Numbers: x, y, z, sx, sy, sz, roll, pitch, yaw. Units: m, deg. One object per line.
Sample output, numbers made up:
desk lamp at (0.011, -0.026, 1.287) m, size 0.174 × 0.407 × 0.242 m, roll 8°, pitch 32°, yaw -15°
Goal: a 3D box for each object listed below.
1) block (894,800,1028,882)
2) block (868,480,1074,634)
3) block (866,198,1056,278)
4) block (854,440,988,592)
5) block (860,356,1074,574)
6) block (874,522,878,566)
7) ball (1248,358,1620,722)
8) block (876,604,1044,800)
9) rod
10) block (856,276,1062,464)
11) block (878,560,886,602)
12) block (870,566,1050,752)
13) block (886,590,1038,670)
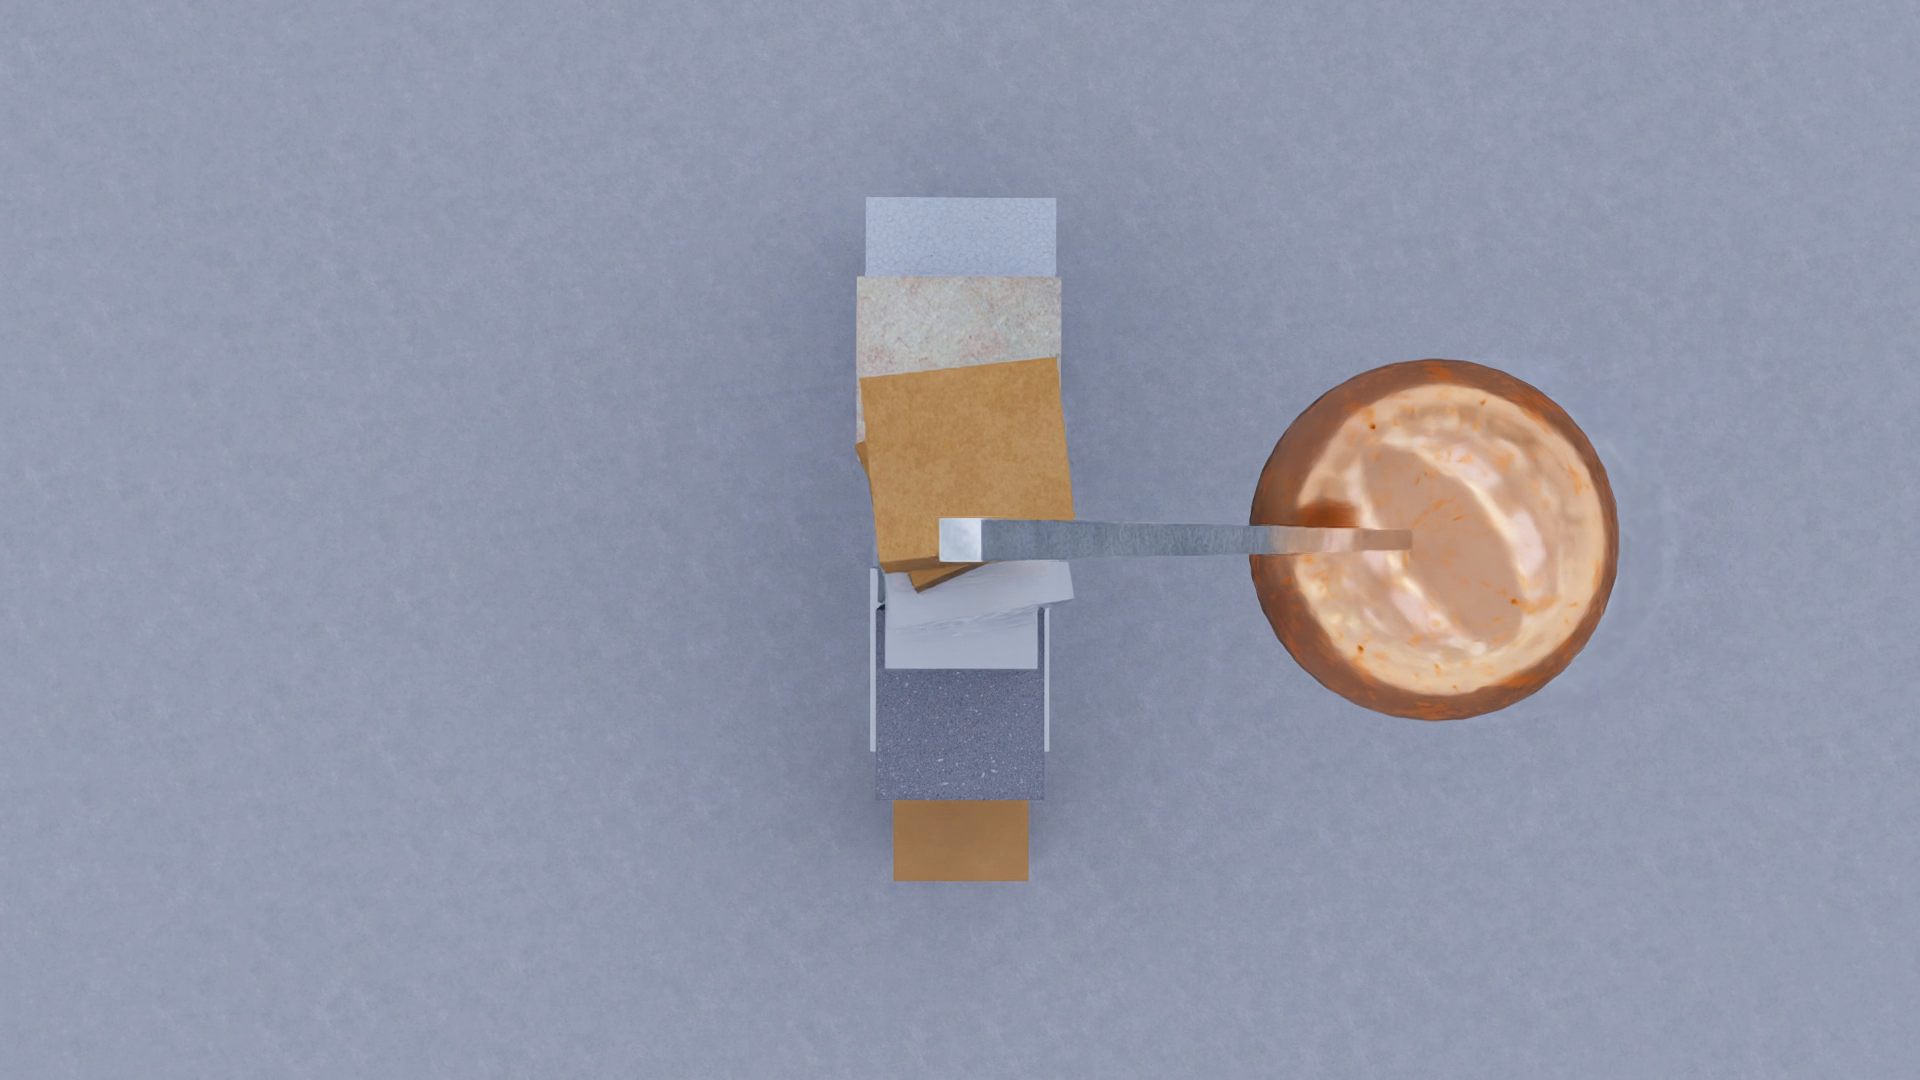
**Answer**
block at (0.005, 1.521, 12.567) m, size 0.744 × 0.866 × 0.723 m, roll 0°, pitch 90°, yaw 0°
block at (0.032, -0.057, 9.962) m, size 0.798 × 0.732 × 0.821 m, roll -10°, pitch 86°, yaw -1°
block at (0.004, -1.388, 12.556) m, size 1.047 × 0.887 × 0.997 m, roll 0°, pitch 90°, yaw 0°
block at (-0.044, -0.192, 9.293) m, size 0.577 × 0.622 × 0.636 m, roll -23°, pitch 87°, yaw -2°
block at (0.029, -0.271, 8.557) m, size 0.734 × 0.859 × 0.689 m, roll -6°, pitch 86°, yaw -1°
block at (0.017, -0.367, 12.512) m, size 0.982 × 0.977 × 1.020 m, roll 0°, pitch 90°, yaw 0°
ball at (2.074, 0.000, 9.688) m, size 1.600 × 1.600 × 1.600 m, roll 0°, pitch 90°, yaw 0°
block at (0.001, 0.827, 11.487) m, size 0.845 × 0.929 × 0.955 m, roll 0°, pitch 90°, yaw 0°
rod at (0.899, 0.000, 6.497) m, size 0.080 × 5.200 × 0.080 m, roll 0°, pitch 90°, yaw 20°
block at (-0.006, -0.860, 11.523) m, size 1.024 × 1.001 × 0.916 m, roll 0°, pitch 90°, yaw 0°
block at (-0.012, -0.032, 11.539) m, size 0.804 × 0.835 × 0.716 m, roll 0°, pitch 88°, yaw 0°
block at (-0.001, 0.652, 12.476) m, size 0.973 × 1.049 × 0.996 m, roll 0°, pitch 90°, yaw 0°
block at (0.004, 0.306, 10.666) m, size 0.714 × 0.714 × 0.634 m, roll 0°, pitch 87°, yaw 0°
